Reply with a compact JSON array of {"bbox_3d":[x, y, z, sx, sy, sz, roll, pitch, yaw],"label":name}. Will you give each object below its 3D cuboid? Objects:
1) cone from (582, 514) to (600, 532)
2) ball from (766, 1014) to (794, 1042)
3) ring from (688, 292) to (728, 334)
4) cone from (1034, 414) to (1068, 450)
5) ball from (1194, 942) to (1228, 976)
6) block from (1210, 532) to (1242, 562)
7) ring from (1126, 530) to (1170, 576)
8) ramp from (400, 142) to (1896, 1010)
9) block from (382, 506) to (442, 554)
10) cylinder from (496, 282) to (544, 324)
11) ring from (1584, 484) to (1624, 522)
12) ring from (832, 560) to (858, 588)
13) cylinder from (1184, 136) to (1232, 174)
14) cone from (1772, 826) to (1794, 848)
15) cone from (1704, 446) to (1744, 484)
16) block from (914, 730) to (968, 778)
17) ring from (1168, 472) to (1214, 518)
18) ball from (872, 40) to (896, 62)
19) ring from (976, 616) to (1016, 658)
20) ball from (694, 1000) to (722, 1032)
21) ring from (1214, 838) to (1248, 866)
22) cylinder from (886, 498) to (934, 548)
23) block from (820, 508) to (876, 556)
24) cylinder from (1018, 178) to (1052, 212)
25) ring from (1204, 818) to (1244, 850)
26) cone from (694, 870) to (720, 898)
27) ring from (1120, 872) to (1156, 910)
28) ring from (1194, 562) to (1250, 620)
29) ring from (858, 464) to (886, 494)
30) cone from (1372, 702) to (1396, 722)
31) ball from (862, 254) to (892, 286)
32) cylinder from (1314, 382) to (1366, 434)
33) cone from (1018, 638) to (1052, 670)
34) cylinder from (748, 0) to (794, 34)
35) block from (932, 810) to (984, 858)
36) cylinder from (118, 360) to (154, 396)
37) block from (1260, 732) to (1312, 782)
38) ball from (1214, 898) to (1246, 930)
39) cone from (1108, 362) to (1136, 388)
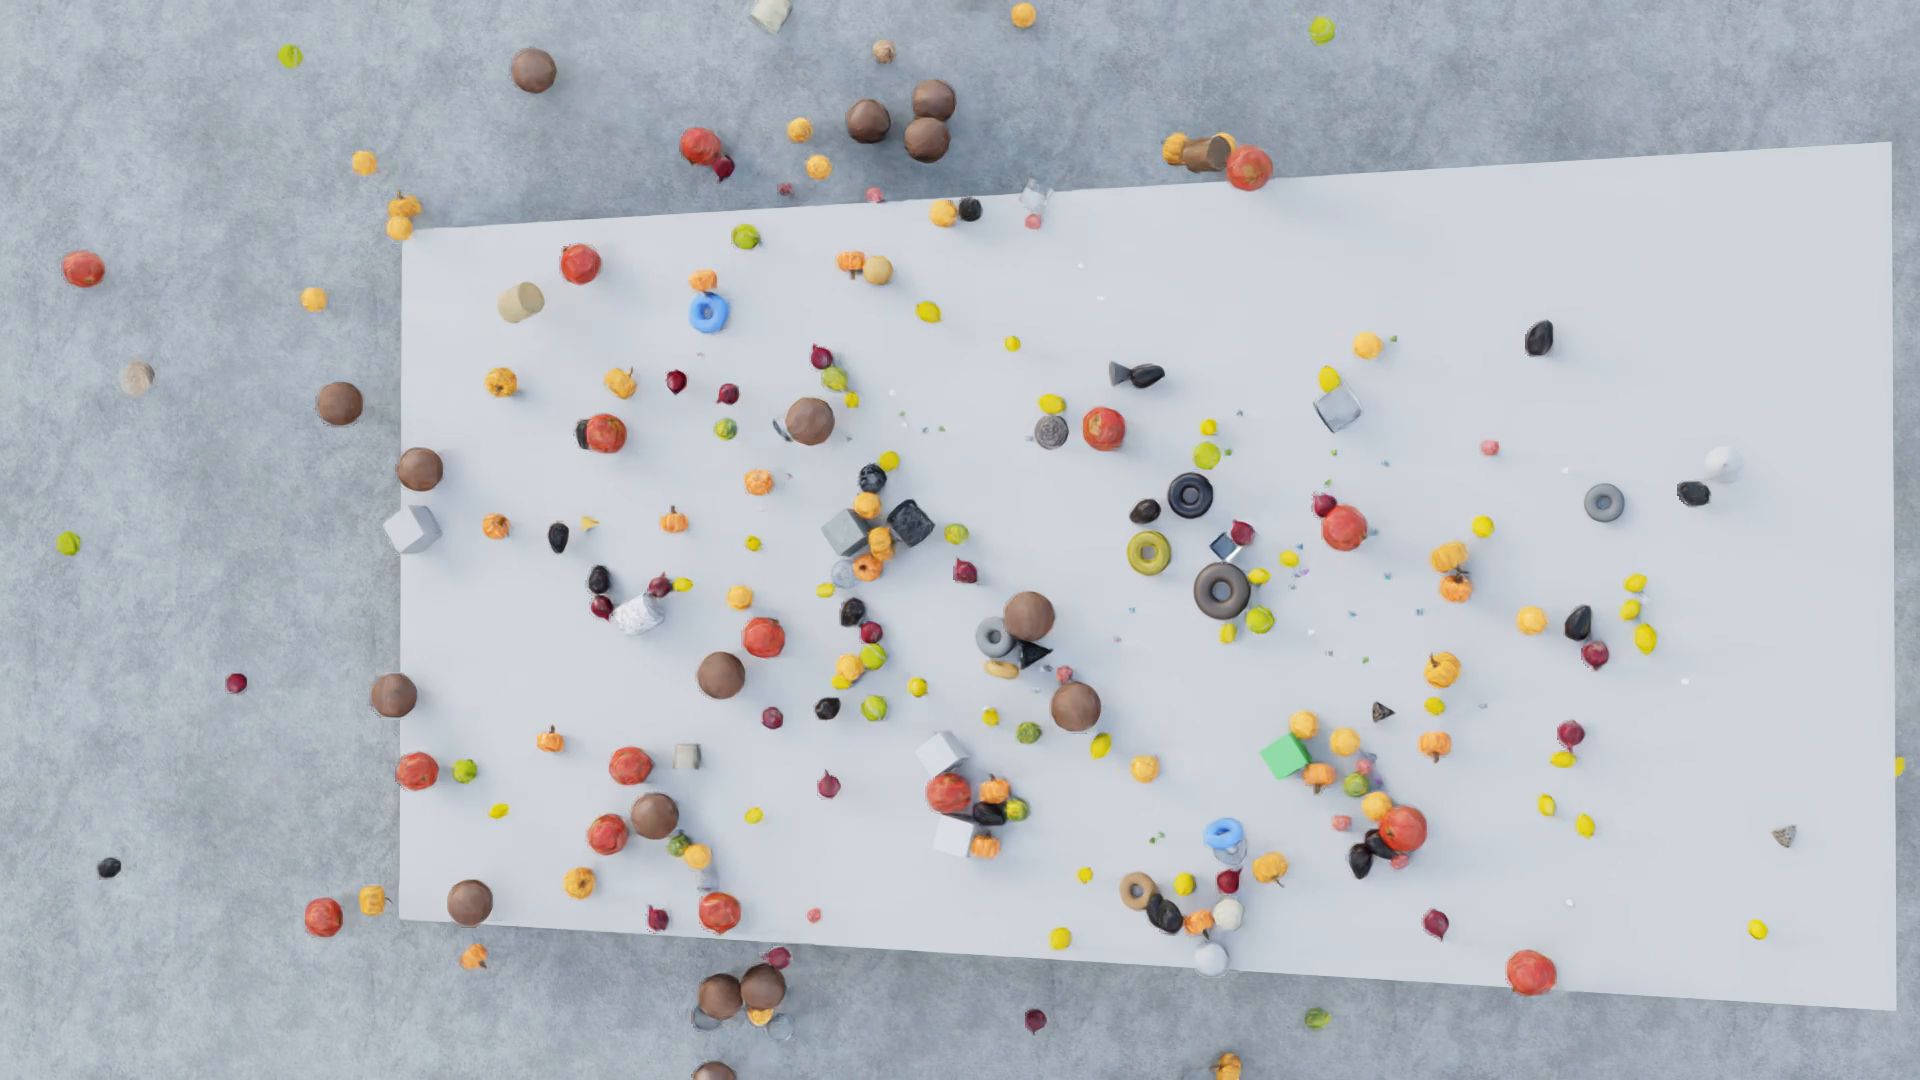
[{"bbox_3d":[-1.034,-0.049,6.170,0.050,0.050,0.050,-1,89,-7],"label":"cone"},{"bbox_3d":[-0.527,1.426,6.423,0.081,0.081,0.081,0,89,0],"label":"ball"},{"bbox_3d":[-0.693,-0.624,6.049,0.116,0.039,0.116,0,90,20],"label":"ring"},{"bbox_3d":[0.223,-0.283,5.694,0.093,0.093,0.093,0,89,19],"label":"cone"},{"bbox_3d":[0.632,1.055,5.537,0.085,0.085,0.085,0,89,0],"label":"ball"},{"bbox_3d":[0.670,0.017,5.554,0.052,0.052,0.052,-45,76,13],"label":"block"},{"bbox_3d":[0.483,0.033,5.627,0.117,0.039,0.117,0,90,21],"label":"ring"},{"bbox_3d":[0.279,0.091,5.771,4.000,0.100,2.000,0,89,19],"label":"ramp"},{"bbox_3d":[-1.572,-0.030,6.318,0.100,0.100,0.100,-35,78,16],"label":"block"},{"bbox_3d":[-1.229,-0.663,6.150,0.093,0.093,0.093,-21,89,36],"label":"cylinder"},{"bbox_3d":[1.542,-0.089,5.261,0.094,0.031,0.094,0,90,21],"label":"ring"},{"bbox_3d":[-0.310,0.092,5.912,0.078,0.026,0.078,0,90,19],"label":"ring"},{"bbox_3d":[0.639,-0.996,5.683,0.088,0.088,0.088,-3,95,-40],"label":"cylinder"},{"bbox_3d":[1.928,0.680,5.119,0.051,0.051,0.051,-40,89,-13],"label":"cone"},{"bbox_3d":[1.788,-0.177,5.145,0.089,0.089,0.089,0,89,19],"label":"cone"},{"bbox_3d":[-0.049,0.562,5.781,0.086,0.086,0.086,-39,77,15],"label":"block"},{"bbox_3d":[0.586,-0.113,5.593,0.119,0.040,0.119,-1,88,20],"label":"ring"},{"bbox_3d":[-0.224,-1.438,6.469,0.067,0.067,0.067,0,89,0],"label":"ball"},{"bbox_3d":[0.093,0.255,5.763,0.109,0.036,0.109,-1,88,19],"label":"ring"},{"bbox_3d":[-0.736,1.390,6.421,0.086,0.086,0.086,0,89,0],"label":"ball"},{"bbox_3d":[0.683,0.778,5.552,0.087,0.029,0.087,-1,88,17],"label":"ring"},{"bbox_3d":[-0.130,-0.045,5.816,0.091,0.091,0.091,-41,76,-1],"label":"cylinder"},{"bbox_3d":[-0.298,-0.020,5.874,0.091,0.091,0.091,-37,78,15],"label":"block"},{"bbox_3d":[0.197,-0.899,5.724,0.068,0.068,0.068,26,99,0],"label":"cylinder"},{"bbox_3d":[0.663,0.738,5.526,0.102,0.102,0.034,-21,119,0],"label":"ring"},{"bbox_3d":[-0.711,0.944,6.013,0.078,0.078,0.078,0,89,19],"label":"cone"},{"bbox_3d":[0.456,0.899,5.628,0.098,0.033,0.098,0,91,19],"label":"ring"},{"bbox_3d":[0.662,0.129,5.557,0.148,0.049,0.148,1,93,21],"label":"ring"},{"bbox_3d":[-0.236,-0.164,5.889,0.079,0.026,0.079,0,91,19],"label":"ring"},{"bbox_3d":[1.052,0.425,5.430,0.053,0.053,0.053,3,89,-7],"label":"cone"},{"bbox_3d":[-0.219,-0.719,5.857,0.081,0.081,0.081,0,89,0],"label":"ball"},{"bbox_3d":[0.939,-0.326,5.444,0.092,0.092,0.092,-33,89,16],"label":"cylinder"},{"bbox_3d":[0.201,0.292,5.723,0.085,0.085,0.085,-5,89,-7],"label":"cone"},{"bbox_3d":[-0.555,-1.551,6.457,0.093,0.093,0.093,36,89,0],"label":"cylinder"},{"bbox_3d":[-0.003,0.771,5.760,0.092,0.092,0.092,16,94,19],"label":"block"},{"bbox_3d":[-2.406,-0.475,6.424,0.084,0.084,0.084,-3,109,-9],"label":"cylinder"},{"bbox_3d":[0.813,0.538,5.479,0.087,0.087,0.087,-35,78,16],"label":"block"},{"bbox_3d":[0.677,0.940,5.523,0.081,0.081,0.081,0,89,0],"label":"ball"},{"bbox_3d":[0.425,-0.430,5.658,0.067,0.067,0.067,-8,89,-14],"label":"cone"}]
